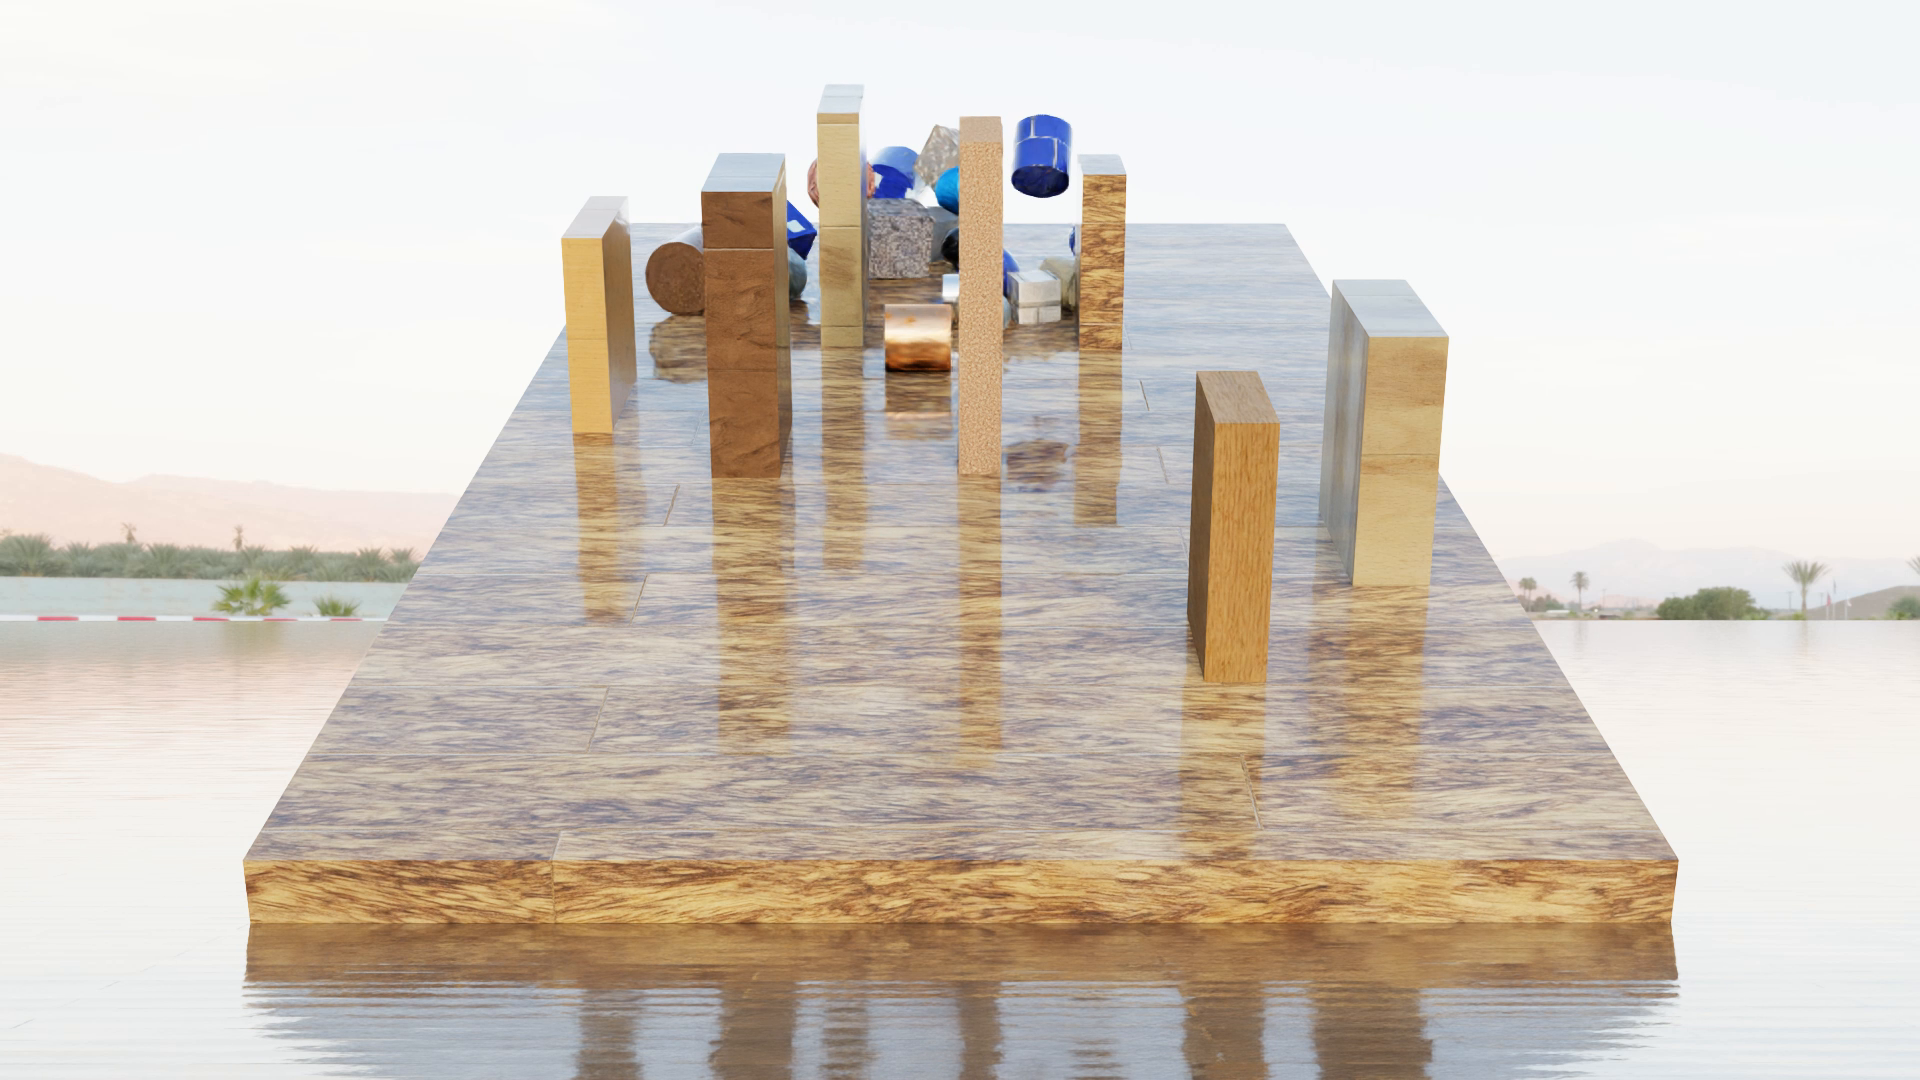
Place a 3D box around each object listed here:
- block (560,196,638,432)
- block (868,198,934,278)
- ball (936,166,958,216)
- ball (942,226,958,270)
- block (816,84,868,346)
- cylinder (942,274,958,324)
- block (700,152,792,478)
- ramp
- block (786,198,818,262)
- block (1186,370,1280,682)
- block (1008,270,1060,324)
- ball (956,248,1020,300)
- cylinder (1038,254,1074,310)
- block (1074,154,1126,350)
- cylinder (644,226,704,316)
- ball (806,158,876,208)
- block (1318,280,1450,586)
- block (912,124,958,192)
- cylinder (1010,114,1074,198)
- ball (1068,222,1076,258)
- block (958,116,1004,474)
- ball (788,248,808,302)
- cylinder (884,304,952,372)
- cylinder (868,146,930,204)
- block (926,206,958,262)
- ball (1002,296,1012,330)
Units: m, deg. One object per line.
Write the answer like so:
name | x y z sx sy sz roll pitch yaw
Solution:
block | -0.804 -0.513 5.099 0.087 0.432 0.424 0 21 0
block | -0.189 -0.835 6.274 0.174 0.174 0.174 -2 25 -21
ball | 0.001 -1.001 6.539 0.144 0.144 0.144 0 -2 0
ball | 0.013 -0.809 6.318 0.130 0.130 0.130 0 -2 0
block | -0.292 -0.822 5.718 0.102 0.576 0.424 0 21 0
cylinder | 0.018 -0.615 5.807 0.127 0.127 0.127 0 -2 0
block | -0.441 -0.476 4.768 0.141 0.597 0.392 0 21 0
ramp | -0.005 -0.212 5.057 2.000 0.100 4.000 0 21 0
block | -0.526 -0.807 6.146 0.173 0.173 0.173 -23 -28 -41
block | 0.452 -0.027 3.794 0.102 0.445 0.292 0 21 0
block | 0.189 -0.624 5.856 0.110 0.110 0.110 -5 21 -14
ball | 0.073 -0.691 5.944 0.166 0.166 0.166 0 -2 0
cylinder | 0.289 -0.671 5.950 0.129 0.129 0.129 2 16 -41
block | 0.346 -0.717 5.641 0.106 0.435 0.258 0 21 0
cylinder | -0.694 -0.705 5.947 0.195 0.195 0.195 -1 19 18
ball | -0.333 -1.000 6.369 0.195 0.195 0.195 0 -2 0
block | 0.783 -0.208 4.243 0.140 0.468 0.411 0 21 0
block | -0.012 -1.114 6.753 0.154 0.154 0.154 3 37 -44
cylinder | 0.207 -0.966 5.734 0.149 0.149 0.149 4 -24 2
ball | 0.379 -0.842 6.376 0.151 0.151 0.151 0 -2 0
block | 0.041 -0.511 4.733 0.088 0.689 0.287 0 21 0
ball | -0.478 -0.696 5.980 0.155 0.155 0.155 0 -2 0
cylinder | -0.099 -0.480 5.400 0.158 0.158 0.158 0 -2 -1
cylinder | -0.210 -1.062 6.857 0.204 0.204 0.204 0 26 14
block | -0.079 -0.871 6.477 0.117 0.117 0.117 -15 34 -35
ball | 0.070 -0.568 5.695 0.117 0.117 0.117 0 -2 0
